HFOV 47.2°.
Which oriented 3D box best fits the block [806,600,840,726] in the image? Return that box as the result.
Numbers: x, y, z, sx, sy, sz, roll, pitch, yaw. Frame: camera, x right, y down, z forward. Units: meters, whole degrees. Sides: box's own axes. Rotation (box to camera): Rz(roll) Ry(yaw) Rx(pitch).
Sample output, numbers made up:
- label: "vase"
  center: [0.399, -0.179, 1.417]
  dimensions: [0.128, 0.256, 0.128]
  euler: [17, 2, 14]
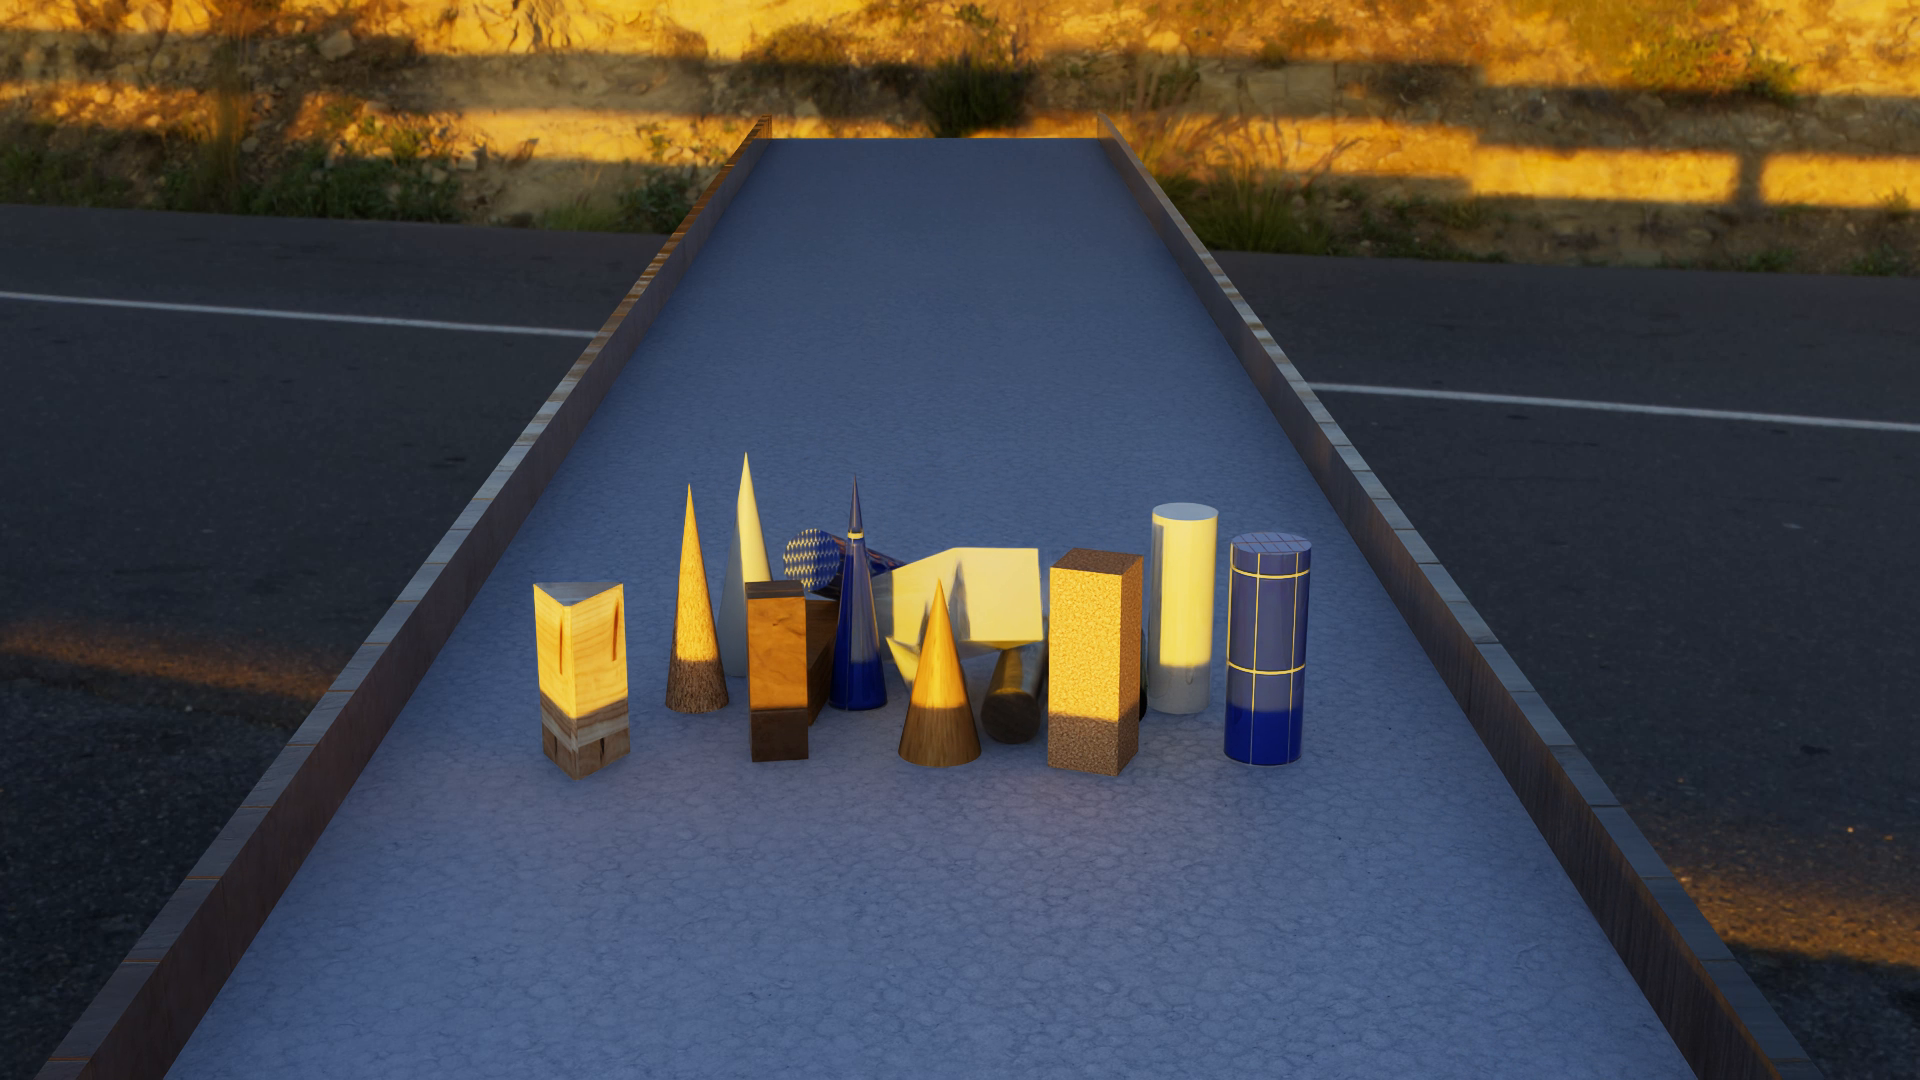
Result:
- label: "block"
  center: [-0.300, 0.232, 4.251]
  dimensions: [0.112, 0.112, 0.401]
  euler: [2, 17, 8]

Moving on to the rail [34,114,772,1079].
- label: "rail"
  center: [-1.118, -0.838, 7.780]
  dimensions: [0.050, 0.150, 12.000]
  euler: [0, 17, -1]

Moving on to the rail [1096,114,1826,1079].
- label: "rail"
  center: [0.932, -0.844, 7.801]
  dimensions: [0.050, 0.150, 12.000]
  euler: [0, 17, -1]

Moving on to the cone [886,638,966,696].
- label: "cone"
  center: [-0.088, 0.220, 4.012]
  dimensions: [0.113, 0.113, 0.319]
  euler: [6, -16, 18]

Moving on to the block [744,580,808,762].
- label: "block"
  center: [-0.326, 0.232, 3.912]
  dimensions: [0.100, 0.304, 0.100]
  euler: [-2, 17, -8]

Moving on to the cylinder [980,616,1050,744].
- label: "cylinder"
  center: [0.120, 0.258, 4.167]
  dimensions: [0.109, 0.109, 0.424]
  euler: [2, 17, 7]

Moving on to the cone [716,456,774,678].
- label: "cone"
  center: [-0.417, 0.038, 4.329]
  dimensions: [0.160, 0.438, 0.160]
  euler: [0, 17, 0]

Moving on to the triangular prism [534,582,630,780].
- label: "triangular prism"
  center: [-0.649, 0.237, 3.871]
  dimensions: [0.132, 0.318, 0.153]
  euler: [-10, 19, -30]

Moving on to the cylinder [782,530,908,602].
- label: "cylinder"
  center: [-0.214, 0.072, 4.487]
  dimensions: [0.123, 0.123, 0.418]
  euler: [7, -6, 23]

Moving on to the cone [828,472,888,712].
- label: "cone"
  center: [-0.194, 0.091, 4.123]
  dimensions: [0.113, 0.456, 0.113]
  euler: [0, 17, 0]

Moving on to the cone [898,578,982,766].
- label: "cone"
  center: [-0.036, 0.221, 3.905]
  dimensions: [0.150, 0.330, 0.150]
  euler: [0, 17, 0]

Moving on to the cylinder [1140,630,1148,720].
- label: "cylinder"
  center: [0.303, 0.249, 4.202]
  dimensions: [0.107, 0.107, 0.354]
  euler: [1, 17, 4]

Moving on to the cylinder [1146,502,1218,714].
- label: "cylinder"
  center: [0.416, 0.128, 4.132]
  dimensions: [0.123, 0.378, 0.123]
  euler: [1, 17, 0]

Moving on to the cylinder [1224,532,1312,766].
- label: "cylinder"
  center: [0.543, 0.193, 3.891]
  dimensions: [0.139, 0.391, 0.139]
  euler: [0, 17, 0]

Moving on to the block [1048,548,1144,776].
- label: "block"
  center: [0.238, 0.213, 3.865]
  dimensions: [0.128, 0.368, 0.128]
  euler: [6, 18, 20]

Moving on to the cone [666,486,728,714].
- label: "cone"
  center: [-0.501, 0.101, 4.128]
  dimensions: [0.121, 0.432, 0.121]
  euler: [0, 17, 0]

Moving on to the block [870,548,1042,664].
- label: "block"
  center: [-0.013, 0.130, 4.198]
  dimensions: [0.170, 0.170, 0.397]
  euler: [1, -9, -25]
